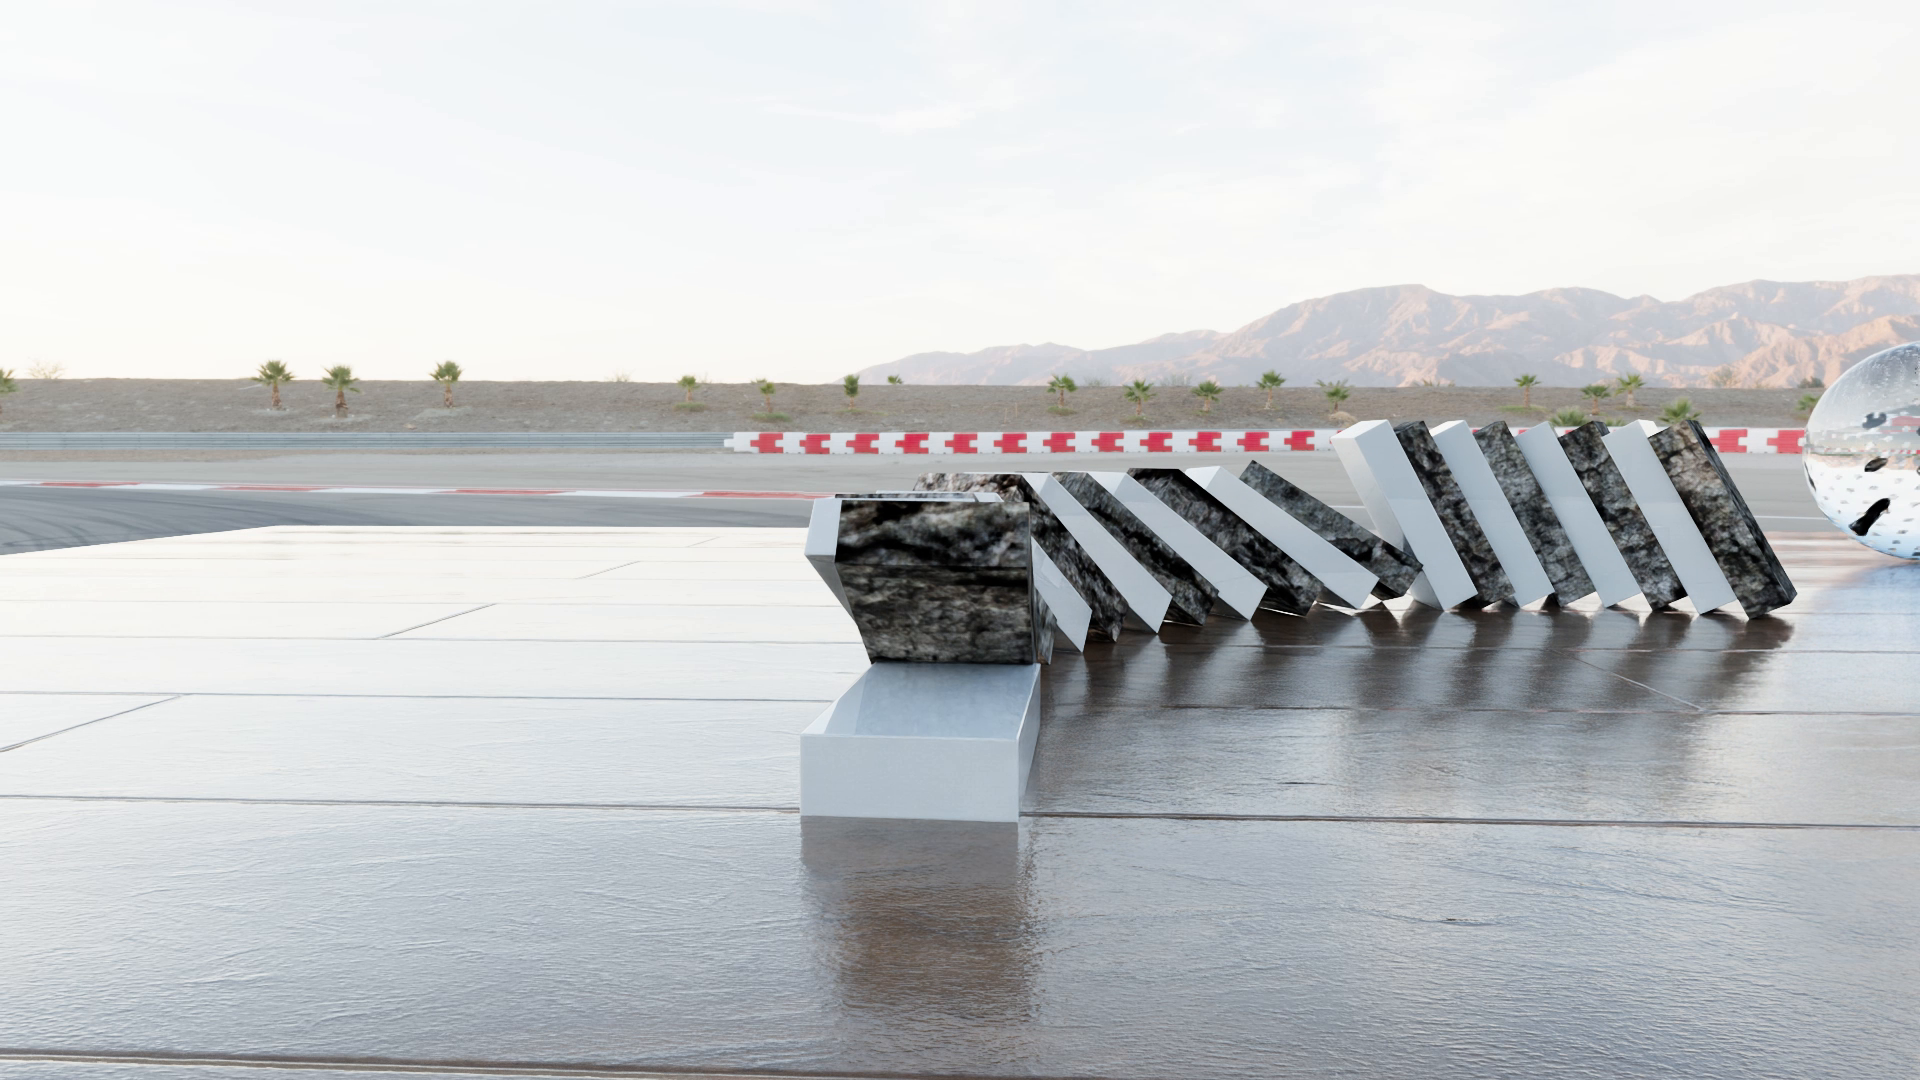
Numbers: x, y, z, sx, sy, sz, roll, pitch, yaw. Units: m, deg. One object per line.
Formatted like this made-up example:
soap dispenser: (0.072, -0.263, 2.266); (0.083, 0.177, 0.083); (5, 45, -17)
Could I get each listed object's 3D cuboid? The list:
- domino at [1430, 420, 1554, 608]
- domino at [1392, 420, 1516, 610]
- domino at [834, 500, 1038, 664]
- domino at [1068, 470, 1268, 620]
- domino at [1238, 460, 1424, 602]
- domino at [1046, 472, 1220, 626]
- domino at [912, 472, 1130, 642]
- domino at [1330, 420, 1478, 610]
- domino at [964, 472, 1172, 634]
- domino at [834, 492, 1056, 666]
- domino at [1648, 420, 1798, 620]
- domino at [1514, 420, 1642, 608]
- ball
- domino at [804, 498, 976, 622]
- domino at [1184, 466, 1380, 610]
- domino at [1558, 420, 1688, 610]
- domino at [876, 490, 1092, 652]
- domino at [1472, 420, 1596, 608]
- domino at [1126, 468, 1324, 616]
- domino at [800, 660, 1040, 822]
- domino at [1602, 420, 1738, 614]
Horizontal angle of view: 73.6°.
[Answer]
domino: (0.141, -0.008, 0.345); (0.010, 0.050, 0.025); (-28, -1, 11)
domino: (0.128, -0.007, 0.342); (0.009, 0.050, 0.025); (-28, 0, 10)
domino: (-0.002, 0.011, 0.190); (0.025, 0.010, 0.050); (1, -28, 5)
domino: (0.048, 0.001, 0.311); (0.050, 0.009, 0.025); (36, -12, -24)
domino: (0.095, -0.002, 0.338); (0.050, 0.010, 0.025); (33, -1, 8)
domino: (0.035, 0.002, 0.297); (0.050, 0.010, 0.025); (38, -19, -31)
domino: (0.013, 0.004, 0.267); (0.025, 0.010, 0.050); (3, -30, 38)
domino: (0.116, -0.007, 0.337); (0.010, 0.050, 0.025); (-28, 3, 4)
domino: (0.023, 0.003, 0.283); (0.025, 0.009, 0.050); (4, -29, 47)
domino: (-0.002, 0.008, 0.230); (0.025, 0.009, 0.050); (0, -27, 22)
domino: (0.193, -0.006, 0.324); (0.009, 0.050, 0.025); (-31, -15, 34)
domino: (0.166, -0.008, 0.346); (0.010, 0.050, 0.025); (-29, -9, 26)
ball: (0.350, -0.032, 0.461); (0.080, 0.080, 0.080); (0, 4, 0)
domino: (-0.005, 0.010, 0.211); (0.025, 0.010, 0.050); (1, -27, 16)
domino: (0.080, -0.001, 0.329); (0.050, 0.009, 0.025); (34, -3, -8)
domino: (0.177, -0.007, 0.341); (0.010, 0.050, 0.025); (-31, -13, 31)
domino: (0.005, 0.007, 0.250); (0.025, 0.010, 0.050); (2, -26, 29)
domino: (0.153, -0.008, 0.347); (0.010, 0.050, 0.025); (-28, -4, 17)
domino: (0.064, 0.000, 0.320); (0.050, 0.009, 0.025); (35, -8, -18)
domino: (-0.003, 0.025, 0.170); (0.025, 0.010, 0.050); (0, 4, 6)
domino: (0.185, -0.007, 0.332); (0.009, 0.050, 0.025); (-31, -15, 34)
